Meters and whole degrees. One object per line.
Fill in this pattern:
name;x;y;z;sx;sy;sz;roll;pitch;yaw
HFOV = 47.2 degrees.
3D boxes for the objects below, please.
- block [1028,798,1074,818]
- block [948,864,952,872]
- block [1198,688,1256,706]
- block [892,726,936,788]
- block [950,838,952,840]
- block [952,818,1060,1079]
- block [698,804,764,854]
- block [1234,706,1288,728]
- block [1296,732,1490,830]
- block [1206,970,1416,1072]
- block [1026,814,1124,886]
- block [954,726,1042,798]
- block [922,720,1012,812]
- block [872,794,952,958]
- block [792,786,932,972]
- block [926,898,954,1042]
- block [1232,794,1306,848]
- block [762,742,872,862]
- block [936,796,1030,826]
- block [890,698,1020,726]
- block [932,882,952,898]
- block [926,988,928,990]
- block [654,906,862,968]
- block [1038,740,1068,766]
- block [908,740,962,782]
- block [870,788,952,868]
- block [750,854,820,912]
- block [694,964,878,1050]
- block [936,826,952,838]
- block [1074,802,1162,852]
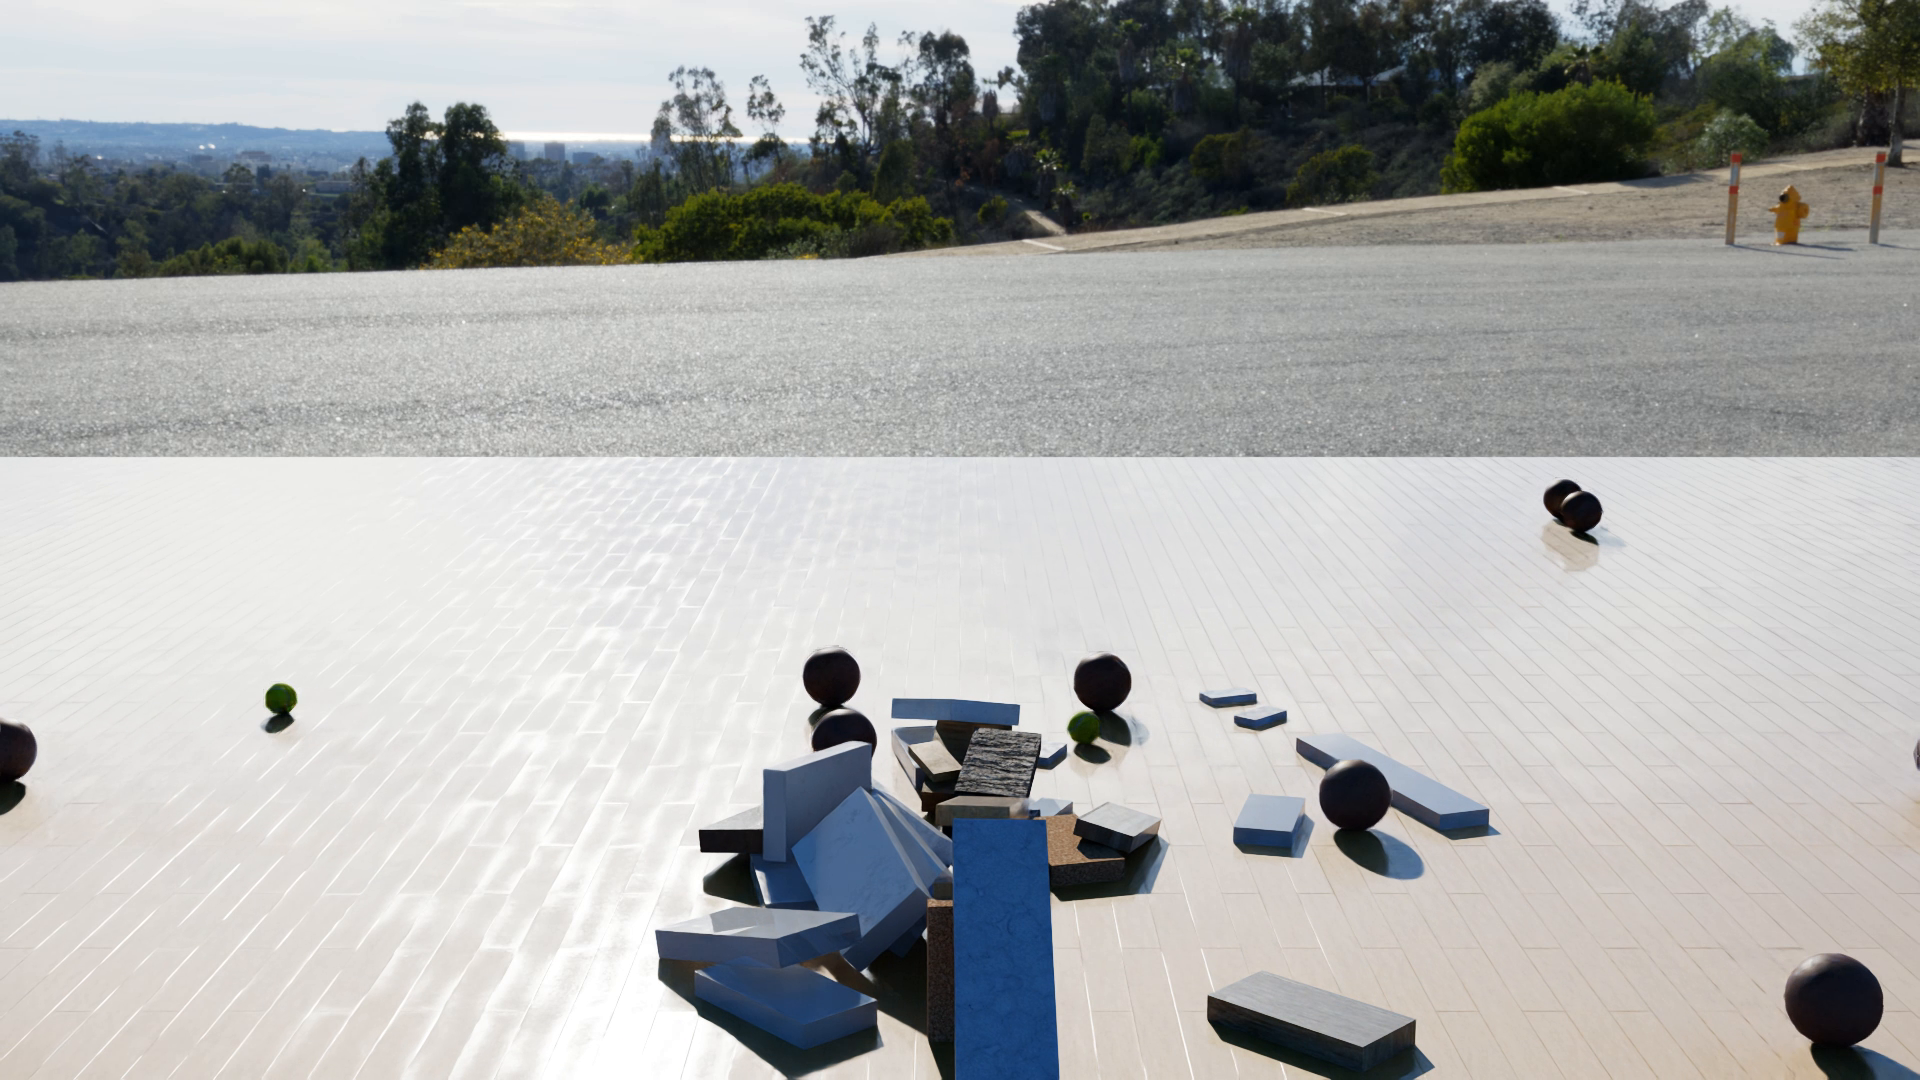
block;0.158;0.505;4.077;0.062;0.017;0.123;5;11;24
block;0.027;0.536;3.545;0.085;0.024;0.170;1;-5;-3
block;0.599;0.349;4.920;0.115;0.016;0.058;-4;11;-22
block;-0.041;0.431;4.407;0.149;0.042;0.299;-2;11;-11
block;0.044;0.525;3.690;0.124;0.035;0.247;0;-10;4
block;0.058;0.575;2.929;0.131;0.037;0.493;1;43;-2
block;-0.325;0.504;3.898;0.146;0.041;0.292;-3;3;24
block;0.649;0.381;4.750;0.058;0.016;0.115;10;14;43
block;0.830;0.463;4.272;0.104;0.030;0.550;-4;11;-19
block;0.494;0.676;3.102;0.263;0.037;0.131;10;14;43
block;0.182;0.539;3.840;0.131;0.037;0.261;-3;11;-15
block;0.073;0.431;4.120;0.131;0.037;0.261;5;22;7
block;0.016;0.435;4.210;0.149;0.042;0.299;4;22;4
block;-0.114;0.532;3.520;0.041;0.146;0.328;39;-1;-25
block;-0.157;0.529;3.472;0.155;0.044;0.354;-42;26;1
block;0.005;0.599;3.065;0.101;0.202;0.029;-1;13;-4
block;0.566;0.511;4.014;0.104;0.030;0.209;3;11;15
block;-0.245;0.450;3.816;0.044;0.155;0.310;2;5;25
block;0.041;0.464;3.760;0.124;0.035;0.247;1;-3;9
block;-0.012;0.347;4.447;0.149;0.042;0.299;7;-6;-24
block;0.012;0.514;3.171;0.101;0.029;0.202;-2;-13;-1
block;0.007;0.593;3.143;0.101;0.202;0.029;-1;43;-4
block;-0.307;0.598;3.318;0.155;0.044;0.310;-9;1;-42
block;0.172;0.433;4.470;0.058;0.016;0.115;4;11;22
block;-0.046;0.419;4.165;0.062;0.017;0.123;-7;24;-23
block;-0.107;0.521;3.640;0.041;0.146;0.292;30;-3;-25
block;-0.271;0.574;3.655;0.130;0.037;0.261;-2;11;-11
block;-0.254;0.662;3.180;0.131;0.037;0.263;-9;14;-41
block;0.024;0.505;3.867;0.124;0.035;0.247;1;-3;-3
block;0.280;0.507;3.894;0.104;0.030;0.209;16;7;17
